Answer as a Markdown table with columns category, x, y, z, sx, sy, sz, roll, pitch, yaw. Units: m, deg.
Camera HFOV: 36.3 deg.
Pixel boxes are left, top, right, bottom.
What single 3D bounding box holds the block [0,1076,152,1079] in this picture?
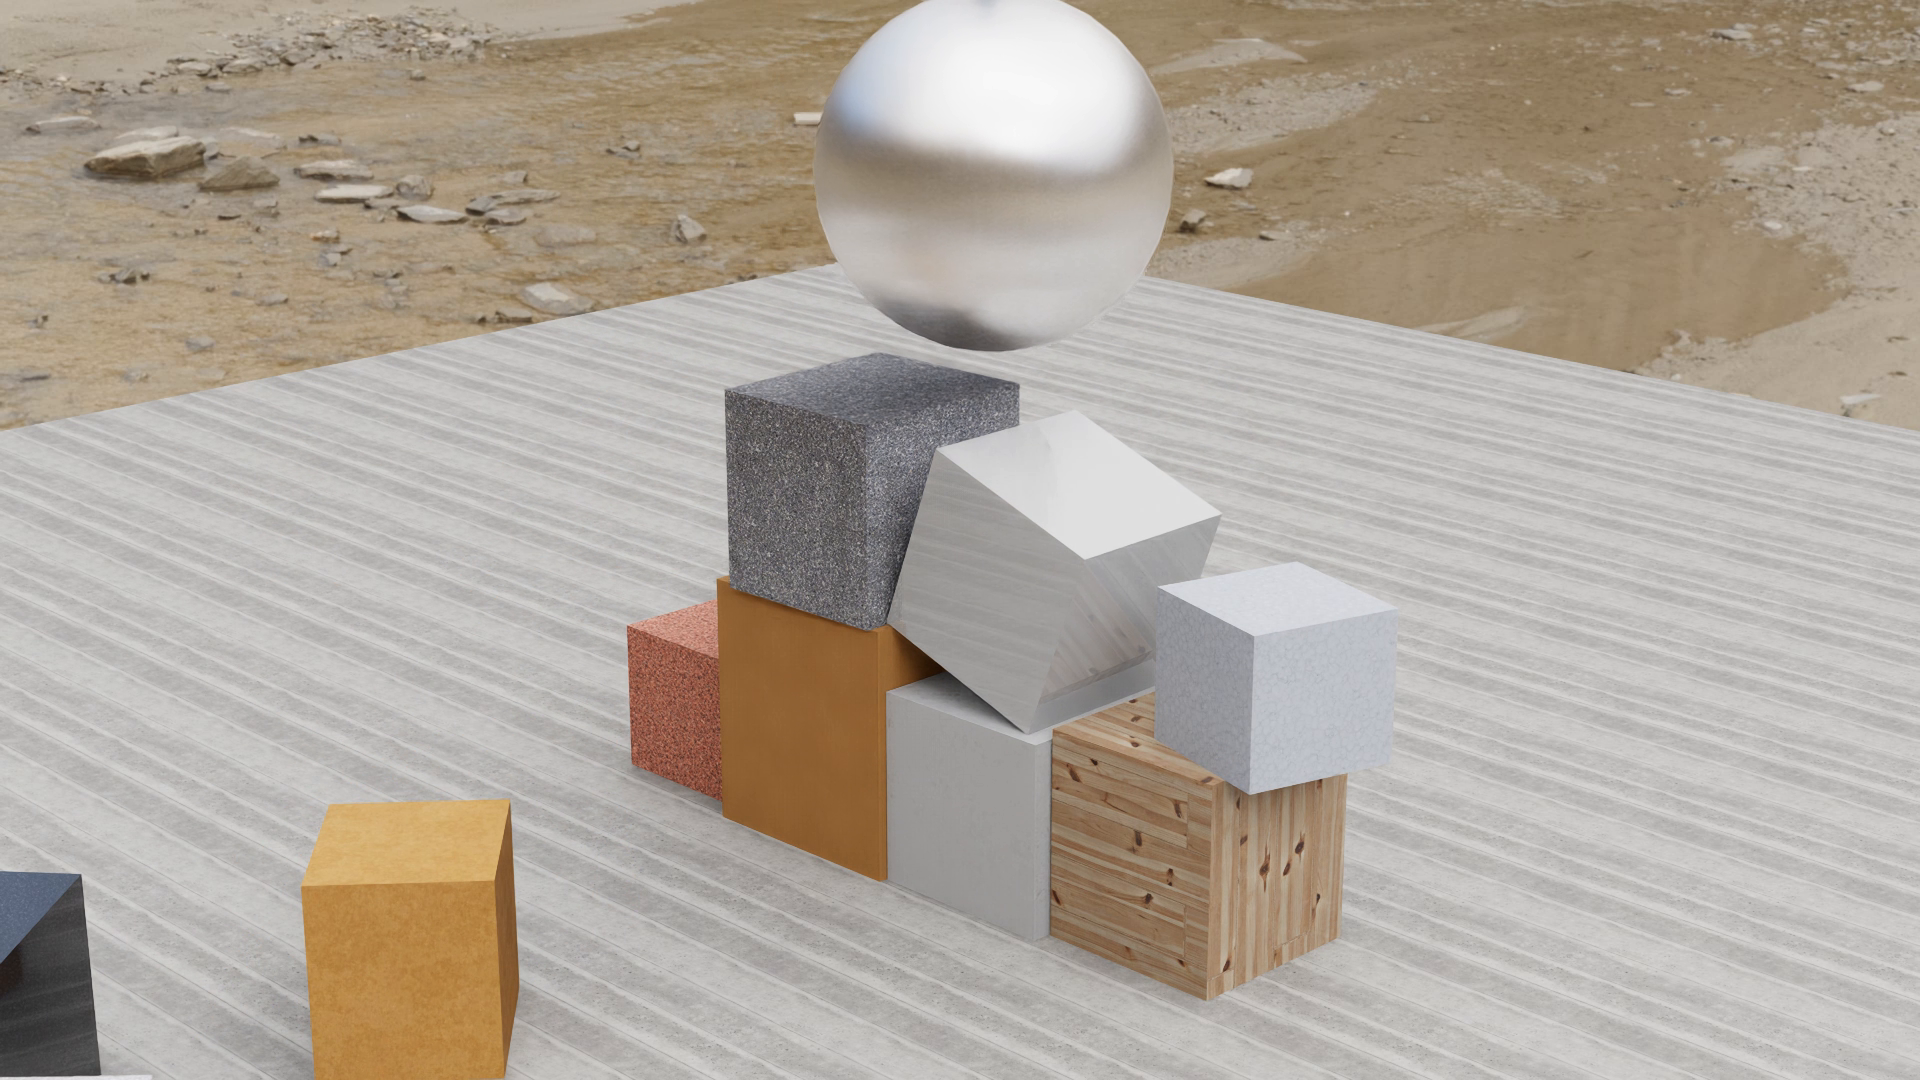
| category | x | y | z | sx | sy | sz | roll | pitch | yaw |
| --- | --- | --- | --- | --- | --- | --- | --- | --- | --- |
| block | -3.123 | 2.257 | 10.174 | 0.559 | 0.592 | 0.547 | -1 | 17 | -2 |

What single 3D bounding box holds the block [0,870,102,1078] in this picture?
| category | x | y | z | sx | sy | sz | roll | pitch | yaw |
| --- | --- | --- | --- | --- | --- | --- | --- | --- | --- |
| block | -3.866 | 1.851 | 10.915 | 0.939 | 0.923 | 0.980 | 1 | 18 | 5 |

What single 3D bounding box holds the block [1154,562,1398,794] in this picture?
| category | x | y | z | sx | sy | sz | roll | pitch | yaw |
| --- | --- | --- | --- | --- | --- | --- | --- | --- | --- |
| block | 1.307 | 0.561 | 12.201 | 0.711 | 0.679 | 0.714 | -9 | 20 | -27 |

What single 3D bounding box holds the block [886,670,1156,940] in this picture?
| category | x | y | z | sx | sy | sz | roll | pitch | yaw |
| --- | --- | --- | --- | --- | --- | --- | --- | --- | --- |
| block | 0.352 | 1.107 | 13.298 | 1.010 | 0.914 | 0.924 | -17 | 24 | -42 |

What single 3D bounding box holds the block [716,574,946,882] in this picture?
| category | x | y | z | sx | sy | sz | roll | pitch | yaw |
| --- | --- | --- | --- | --- | --- | --- | --- | --- | --- |
| block | -0.367 | 0.753 | 13.938 | 1.086 | 1.206 | 1.104 | 16 | 24 | 42 |

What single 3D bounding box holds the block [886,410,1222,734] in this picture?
| category | x | y | z | sx | sy | sz | roll | pitch | yaw |
| --- | --- | --- | --- | --- | --- | --- | --- | --- | --- |
| block | 0.408 | 0.125 | 12.941 | 0.909 | 0.917 | 0.914 | -17 | 44 | -44 |

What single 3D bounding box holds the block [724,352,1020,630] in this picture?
| category | x | y | z | sx | sy | sz | roll | pitch | yaw |
| --- | --- | --- | --- | --- | --- | --- | --- | --- | --- |
| block | -0.399 | -0.249 | 13.532 | 0.906 | 0.948 | 0.999 | 16 | 23 | 41 |

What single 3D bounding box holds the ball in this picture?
| category | x | y | z | sx | sy | sz | roll | pitch | yaw |
| --- | --- | --- | --- | --- | --- | --- | --- | --- | --- |
| ball | 0.147 | -1.633 | 12.983 | 1.600 | 1.600 | 1.600 | 0 | 17 | 0 |

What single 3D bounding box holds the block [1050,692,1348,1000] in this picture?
| category | x | y | z | sx | sy | sz | roll | pitch | yaw |
| --- | --- | --- | --- | --- | --- | --- | --- | --- | --- |
| block | 1.031 | 1.271 | 12.686 | 0.895 | 0.968 | 0.899 | -16 | 24 | -42 |

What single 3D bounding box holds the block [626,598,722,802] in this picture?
| category | x | y | z | sx | sy | sz | roll | pitch | yaw |
| --- | --- | --- | --- | --- | --- | --- | --- | --- | --- |
| block | -1.049 | 0.770 | 14.663 | 0.876 | 0.738 | 0.829 | -17 | 24 | -42 |

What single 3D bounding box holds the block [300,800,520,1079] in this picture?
| category | x | y | z | sx | sy | sz | roll | pitch | yaw |
| --- | --- | --- | --- | --- | --- | --- | --- | --- | --- |
| block | -2.195 | 1.606 | 11.816 | 0.738 | 0.851 | 0.821 | -1 | 17 | -4 |
